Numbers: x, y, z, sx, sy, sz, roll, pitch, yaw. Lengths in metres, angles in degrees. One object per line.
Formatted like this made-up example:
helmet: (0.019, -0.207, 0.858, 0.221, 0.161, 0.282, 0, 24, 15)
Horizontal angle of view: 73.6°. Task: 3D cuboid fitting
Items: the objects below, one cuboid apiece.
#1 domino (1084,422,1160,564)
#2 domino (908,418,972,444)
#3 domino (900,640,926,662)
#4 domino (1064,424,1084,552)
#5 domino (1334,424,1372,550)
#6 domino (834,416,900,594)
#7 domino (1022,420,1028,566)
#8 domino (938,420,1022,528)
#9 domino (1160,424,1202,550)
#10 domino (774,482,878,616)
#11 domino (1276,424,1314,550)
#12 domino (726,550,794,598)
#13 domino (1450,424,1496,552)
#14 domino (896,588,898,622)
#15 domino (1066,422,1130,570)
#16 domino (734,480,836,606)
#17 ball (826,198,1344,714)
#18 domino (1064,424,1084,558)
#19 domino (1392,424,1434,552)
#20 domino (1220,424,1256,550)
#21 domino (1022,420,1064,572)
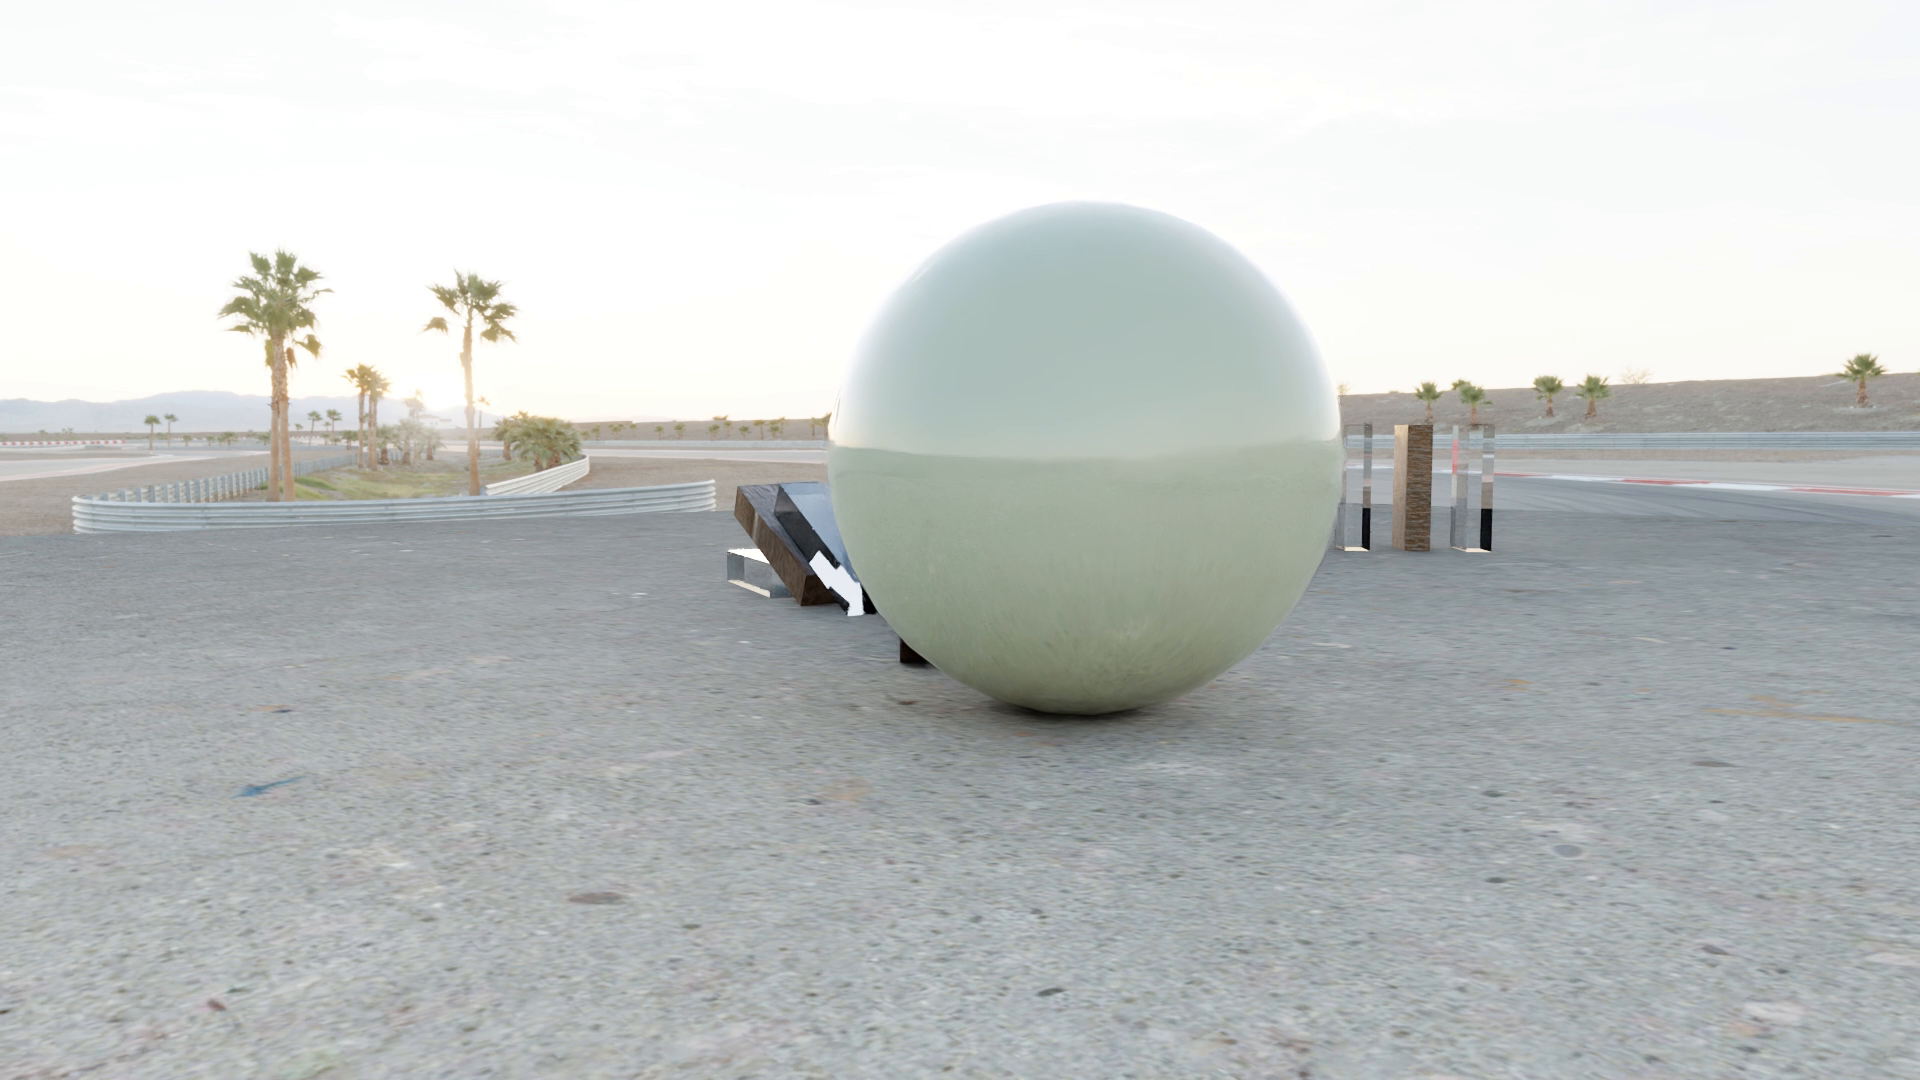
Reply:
domino: (0.058, -0.017, 0.462, 0.025, 0.050, 0.009, -1, 4, -10)
domino: (-0.006, -0.011, 0.379, 0.010, 0.050, 0.025, -2, 5, -26)
domino: (0.000, 0.002, 0.263, 0.025, 0.050, 0.010, 0, -40, -4)
domino: (0.050, -0.020, 0.505, 0.025, 0.050, 0.010, 3, 5, 33)
domino: (0.160, -0.022, 0.522, 0.010, 0.050, 0.025, 0, 4, 6)
domino: (-0.027, -0.010, 0.371, 0.009, 0.050, 0.025, -2, 5, -29)
domino: (0.009, -0.014, 0.420, 0.025, 0.050, 0.009, 1, 4, 17)
domino: (0.006, -0.012, 0.397, 0.025, 0.050, 0.010, 1, 4, 7)
domino: (0.090, -0.022, 0.525, 0.010, 0.050, 0.025, -1, 4, -7)
domino: (-0.028, 0.001, 0.340, 0.025, 0.010, 0.050, -3, 33, -32)
domino: (0.137, -0.022, 0.524, 0.010, 0.050, 0.025, 0, 4, 5)
domino: (-0.051, 0.009, 0.381, 0.025, 0.010, 0.050, -2, 5, -24)
domino: (0.206, -0.021, 0.516, 0.010, 0.050, 0.025, 1, 4, 7)
domino: (-0.003, 0.003, 0.323, 0.025, 0.009, 0.050, 1, 28, -2)
domino: (0.047, -0.016, 0.443, 0.009, 0.050, 0.025, -2, 5, -27)
domino: (-0.042, 0.000, 0.358, 0.025, 0.010, 0.050, -5, 32, -31)
ball: (0.019, -0.013, 0.203, 0.080, 0.080, 0.080, 0, 4, 0)
domino: (0.050, -0.019, 0.483, 0.025, 0.050, 0.010, -2, 5, -21)
domino: (0.183, -0.021, 0.519, 0.010, 0.050, 0.025, 1, 4, 7)
domino: (0.113, -0.022, 0.526, 0.010, 0.050, 0.025, 0, 4, 2)
domino: (0.025, -0.015, 0.435, 0.009, 0.050, 0.025, -2, 5, -22)
